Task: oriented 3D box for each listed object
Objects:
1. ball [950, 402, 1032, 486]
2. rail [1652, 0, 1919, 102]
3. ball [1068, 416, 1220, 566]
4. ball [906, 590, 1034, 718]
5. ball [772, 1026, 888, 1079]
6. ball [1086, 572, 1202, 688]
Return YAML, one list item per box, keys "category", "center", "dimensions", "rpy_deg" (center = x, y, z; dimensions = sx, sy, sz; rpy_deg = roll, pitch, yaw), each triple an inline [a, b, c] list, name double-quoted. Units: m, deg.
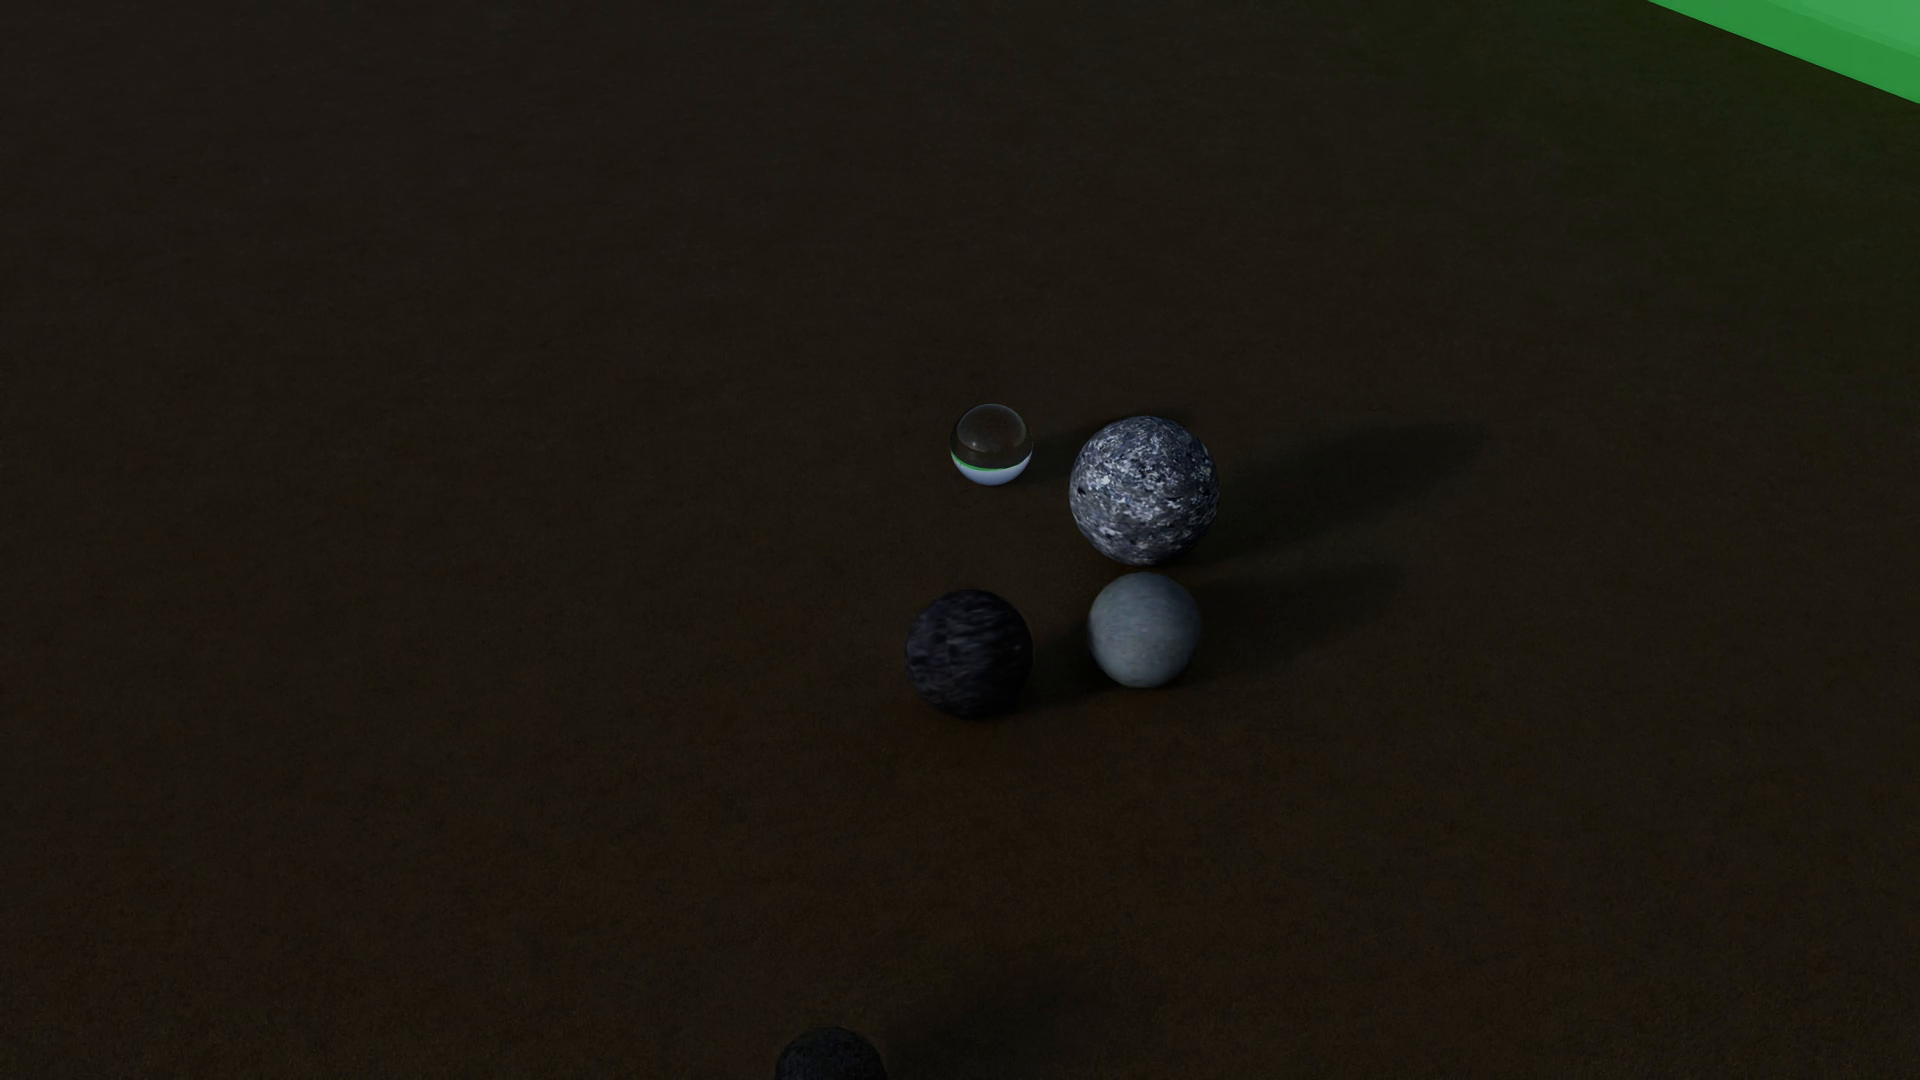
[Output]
- category: "ball"
  center: [0.022, -0.066, 2.038]
  dimensions: [0.058, 0.058, 0.058]
  rpy_deg: [0, 28, 0]
- category: "rail"
  center: [0.507, -0.749, 3.248]
  dimensions: [0.045, 0.129, 4.256]
  rpy_deg: [-16, 32, -27]
- category: "ball"
  center: [0.121, -0.032, 1.930]
  dimensions: [0.099, 0.099, 0.099]
  rpy_deg: [0, 28, 0]
- category: "ball"
  center: [0.006, 0.068, 1.765]
  dimensions: [0.077, 0.077, 0.077]
  rpy_deg: [0, 28, 0]
- category: "ball"
  center: [-0.063, 0.263, 1.419]
  dimensions: [0.056, 0.056, 0.056]
  rpy_deg: [0, 28, 0]
- category: "ball"
  center: [0.112, 0.055, 1.795]
  dimensions: [0.071, 0.071, 0.071]
  rpy_deg: [0, 28, 0]
